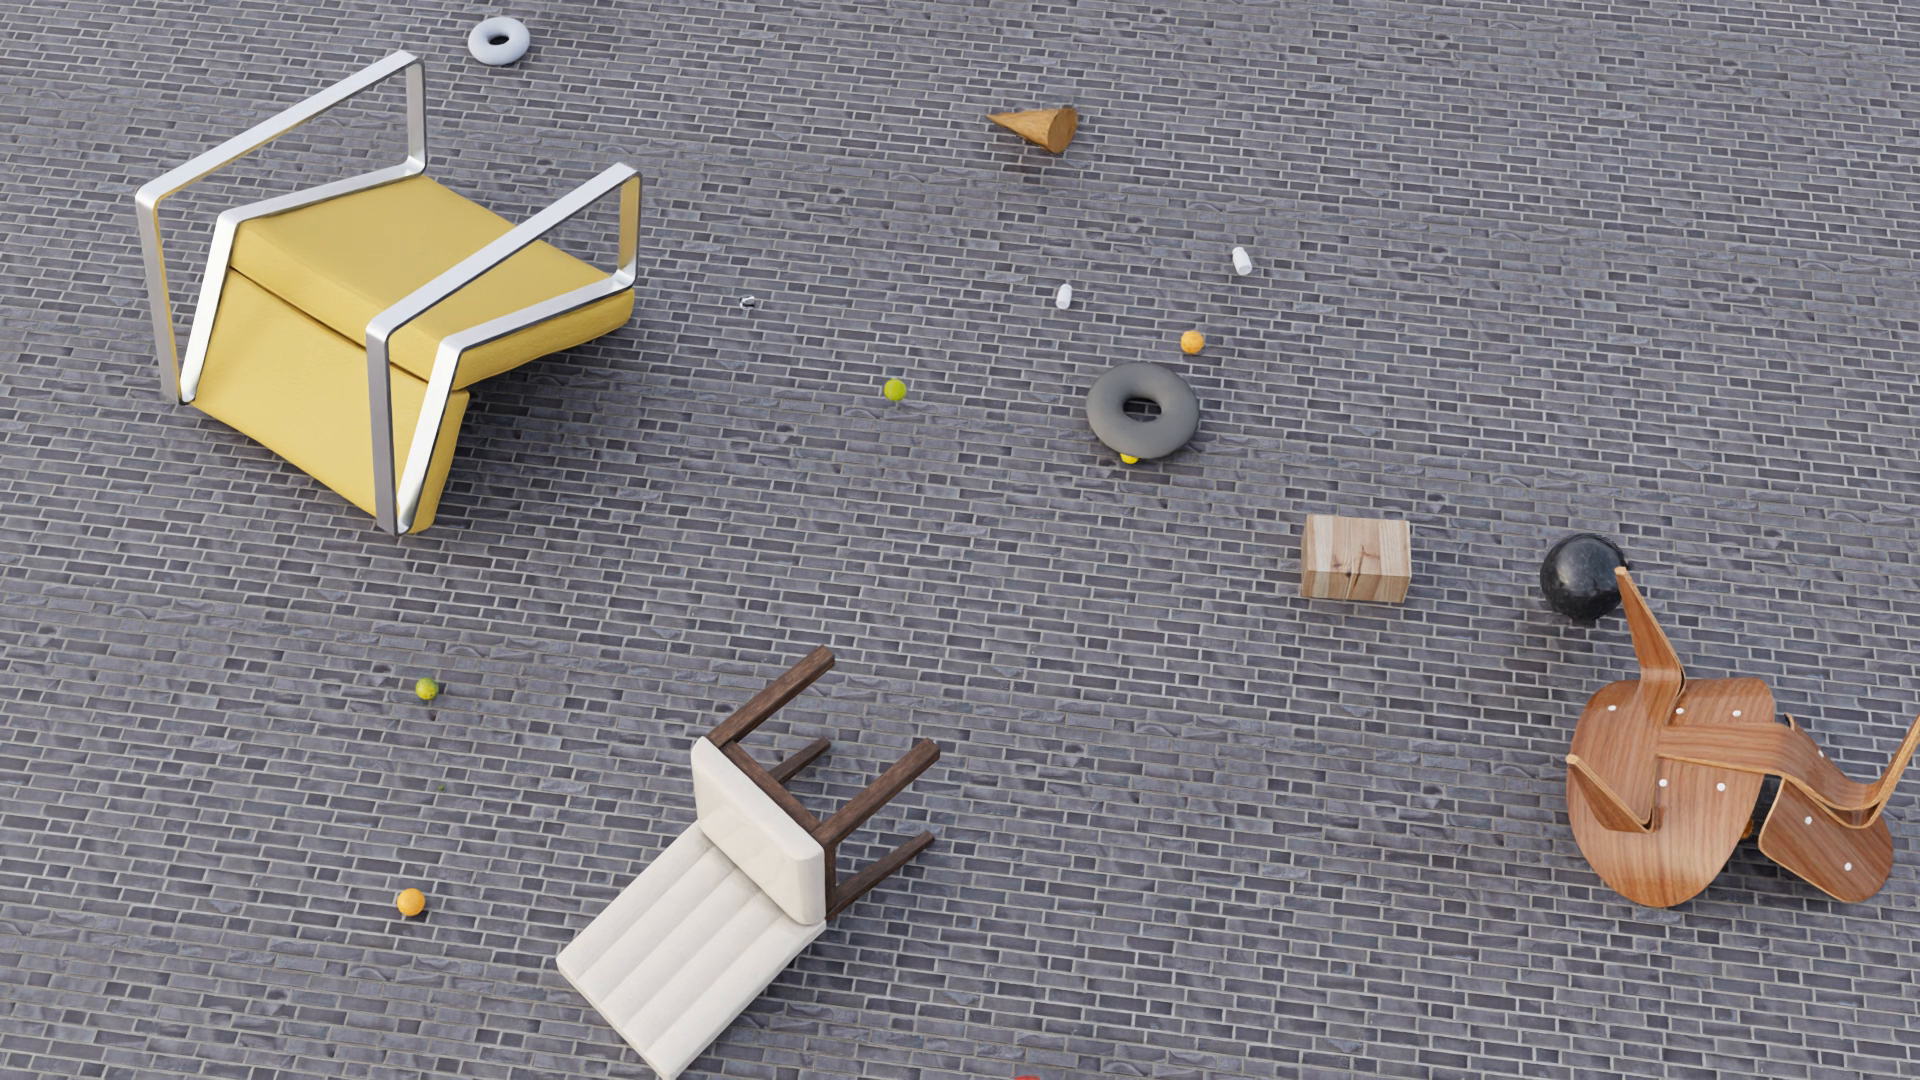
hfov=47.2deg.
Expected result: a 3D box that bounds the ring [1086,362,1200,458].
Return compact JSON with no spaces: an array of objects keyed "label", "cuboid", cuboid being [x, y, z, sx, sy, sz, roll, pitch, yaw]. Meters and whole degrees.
[{"label":"ring","cuboid":[0.563,-0.402,6.776,0.343,0.097,0.381,-19,53,-12]}]

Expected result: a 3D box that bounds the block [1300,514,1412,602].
[{"label":"block","cuboid":[1.160,0.055,6.452,0.298,0.141,0.195,4,56,2]}]

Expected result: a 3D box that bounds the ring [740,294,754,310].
[{"label":"ring","cuboid":[-0.683,-0.764,7.056,0.039,0.055,0.049,-8,71,-21]}]

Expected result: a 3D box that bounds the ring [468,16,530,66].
[{"label":"ring","cuboid":[-1.615,-1.749,7.709,0.217,0.066,0.217,-22,58,-13]}]

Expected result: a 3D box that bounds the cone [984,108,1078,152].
[{"label":"cone","cuboid":[0.215,-1.421,7.483,0.308,0.142,0.214,16,37,27]}]

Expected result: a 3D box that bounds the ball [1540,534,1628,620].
[{"label":"ball","cuboid":[1.803,0.107,6.353,0.248,0.248,0.248,0,56,0]}]
